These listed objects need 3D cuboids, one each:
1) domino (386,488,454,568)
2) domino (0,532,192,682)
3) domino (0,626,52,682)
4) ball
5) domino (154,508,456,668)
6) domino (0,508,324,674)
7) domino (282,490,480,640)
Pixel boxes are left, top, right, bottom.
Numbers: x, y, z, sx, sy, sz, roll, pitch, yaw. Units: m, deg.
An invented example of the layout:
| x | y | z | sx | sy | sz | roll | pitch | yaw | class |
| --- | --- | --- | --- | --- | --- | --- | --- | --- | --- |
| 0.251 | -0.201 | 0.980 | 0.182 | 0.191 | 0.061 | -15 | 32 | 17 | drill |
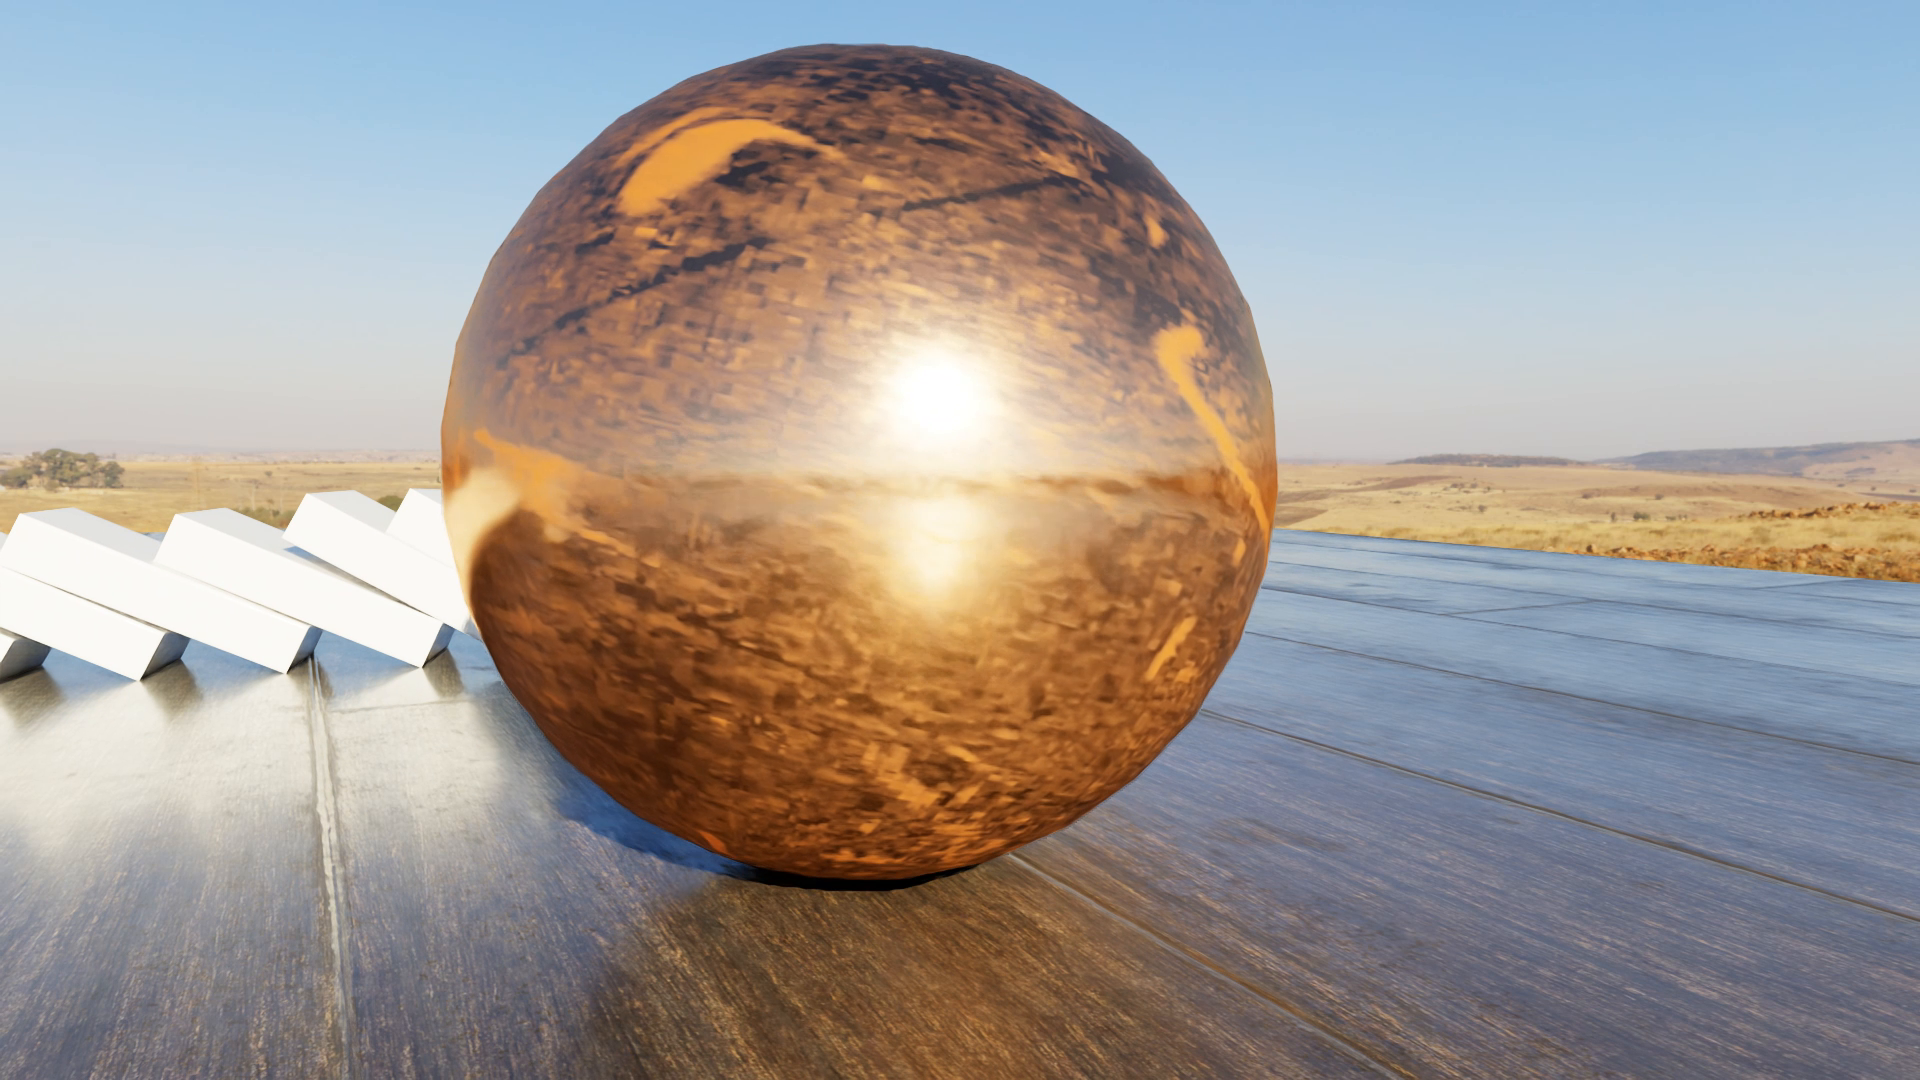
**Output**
| x | y | z | sx | sy | sz | roll | pitch | yaw | class |
| --- | --- | --- | --- | --- | --- | --- | --- | --- | --- |
| -0.086 | 0.006 | 0.259 | 0.050 | 0.010 | 0.025 | 29 | 0 | -3 | domino |
| -0.170 | 0.009 | 0.235 | 0.050 | 0.009 | 0.025 | 27 | -4 | -16 | domino |
| -0.192 | 0.009 | 0.229 | 0.050 | 0.009 | 0.025 | 30 | -5 | -16 | domino |
| -0.009 | -0.007 | 0.129 | 0.080 | 0.080 | 0.080 | 0 | 4 | 0 | ball |
| -0.125 | 0.009 | 0.251 | 0.050 | 0.010 | 0.025 | 25 | -1 | -12 | domino |
| -0.148 | 0.009 | 0.243 | 0.050 | 0.009 | 0.025 | 26 | -3 | -17 | domino |
| -0.105 | 0.007 | 0.256 | 0.050 | 0.009 | 0.025 | 29 | 0 | -7 | domino |
